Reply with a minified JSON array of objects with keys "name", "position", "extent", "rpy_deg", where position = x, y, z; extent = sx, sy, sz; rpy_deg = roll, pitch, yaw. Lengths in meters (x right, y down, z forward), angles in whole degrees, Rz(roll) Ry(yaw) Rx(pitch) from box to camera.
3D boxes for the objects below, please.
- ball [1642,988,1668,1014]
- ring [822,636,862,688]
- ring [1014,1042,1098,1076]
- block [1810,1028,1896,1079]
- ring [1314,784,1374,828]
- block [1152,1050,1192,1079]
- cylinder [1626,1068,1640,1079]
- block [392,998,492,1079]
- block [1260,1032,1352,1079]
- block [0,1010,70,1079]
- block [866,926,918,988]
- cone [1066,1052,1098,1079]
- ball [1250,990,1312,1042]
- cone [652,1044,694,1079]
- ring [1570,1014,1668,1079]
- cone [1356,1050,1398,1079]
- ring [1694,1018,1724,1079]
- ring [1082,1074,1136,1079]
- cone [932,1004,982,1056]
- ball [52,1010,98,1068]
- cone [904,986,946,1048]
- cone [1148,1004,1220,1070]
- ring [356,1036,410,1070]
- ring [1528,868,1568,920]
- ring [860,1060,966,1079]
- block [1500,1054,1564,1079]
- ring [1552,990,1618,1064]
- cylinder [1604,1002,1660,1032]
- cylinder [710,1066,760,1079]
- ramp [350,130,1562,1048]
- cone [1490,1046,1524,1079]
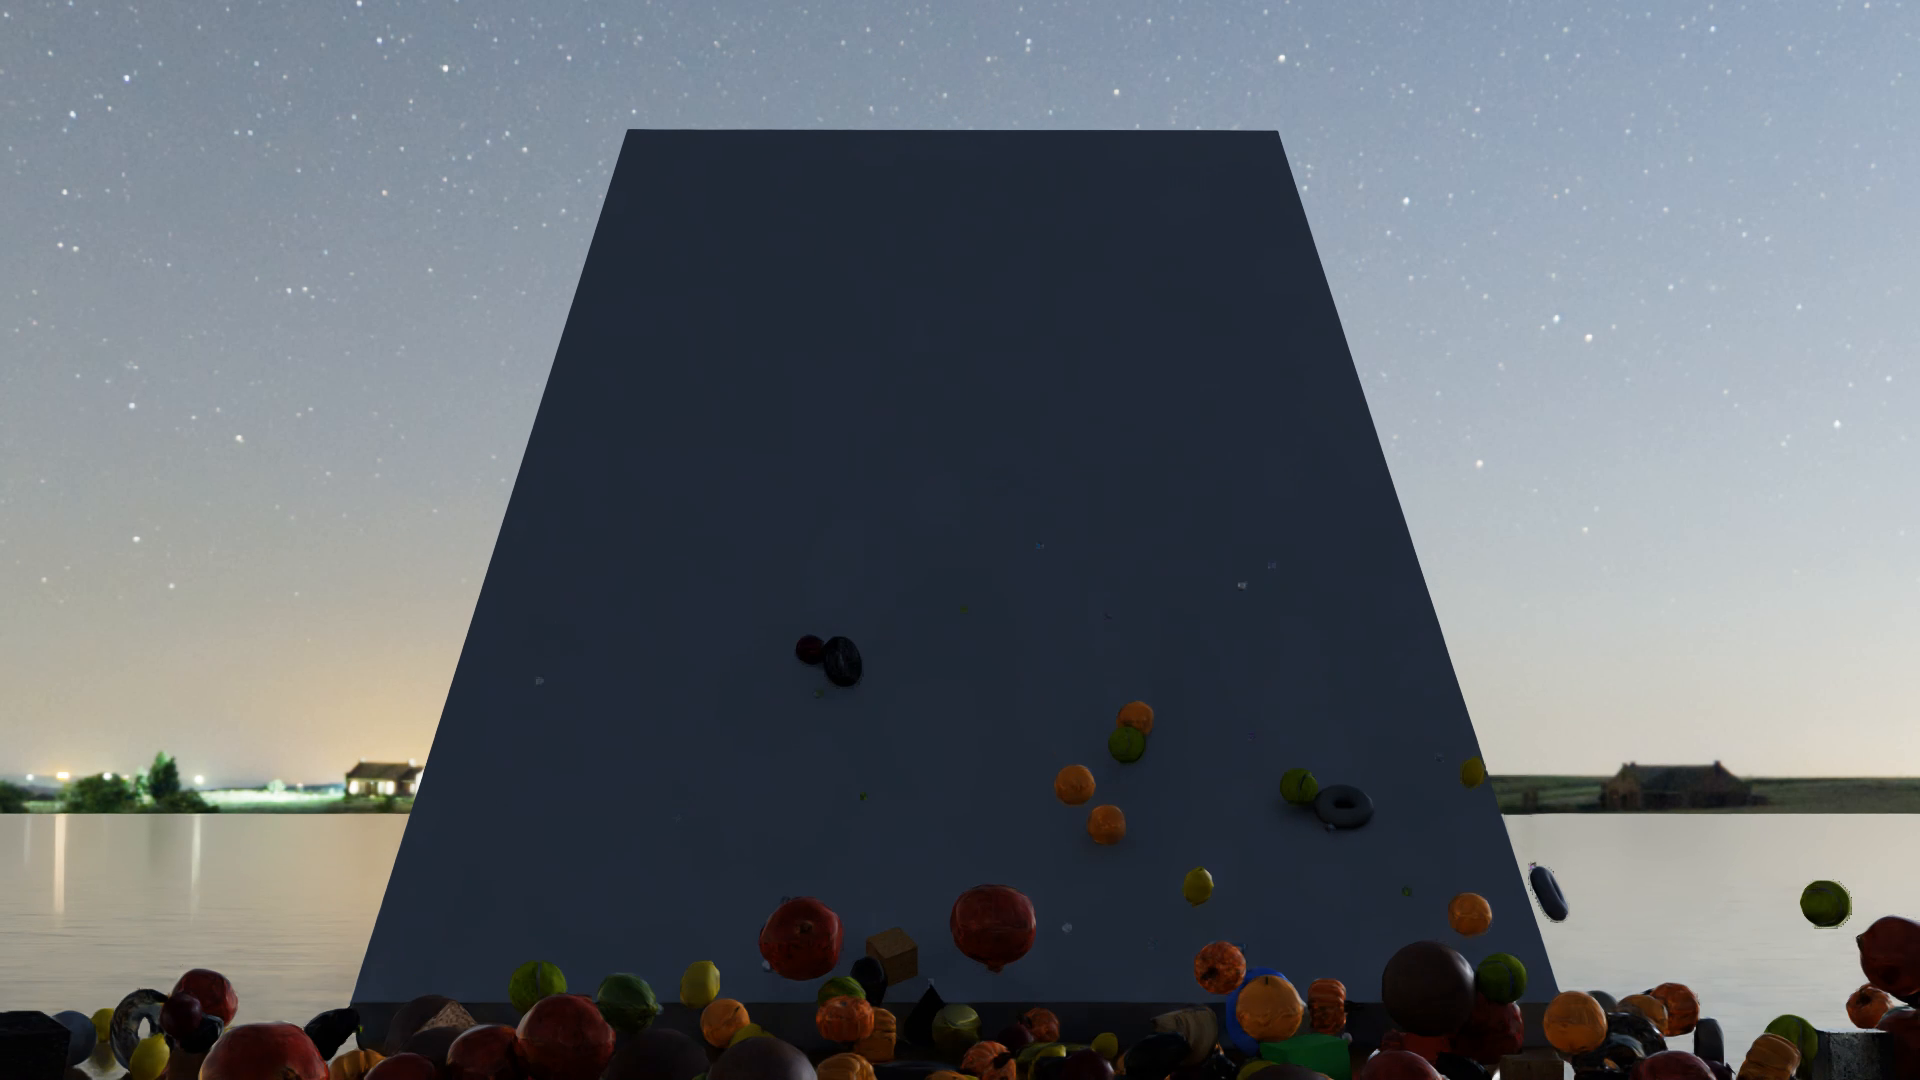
[{"name":"ball","position":[1.350,0.896,4.707],"extent":[0.050,0.050,0.050],"rpy_deg":[0,-6,0]},{"name":"ring","position":[-0.232,0.240,4.767],"extent":[0.034,0.102,0.102],"rpy_deg":[-18,-15,33]},{"name":"ring","position":[0.145,0.785,3.665],"extent":[0.128,0.043,0.128],"rpy_deg":[1,-7,0]},{"name":"block","position":[1.254,0.734,3.404],"extent":[0.087,0.087,0.087],"rpy_deg":[0,-6,1]},{"name":"ring","position":[0.702,0.488,4.431],"extent":[0.109,0.036,0.109],"rpy_deg":[0,32,0]},{"name":"block","position":[0.301,0.755,3.446],"extent":[0.054,0.054,0.054],"rpy_deg":[0,-6,2]},{"name":"cylinder","position":[0.957,0.764,3.537],"extent":[0.054,0.054,0.054],"rpy_deg":[1,-4,-5]},{"name":"block","position":[-0.693,0.679,3.240],"extent":[0.076,0.076,0.076],"rpy_deg":[-41,0,35]},{"name":"block","position":[0.458,0.705,3.195],"extent":[0.087,0.087,0.087],"rpy_deg":[-6,-3,-18]},{"name":"block","position":[-1.297,0.710,3.327],"extent":[0.097,0.097,0.097],"rpy_deg":[14,5,42]},{"name":"block","position":[-0.113,0.696,4.045],"extent":[0.062,0.062,0.062],"rpy_deg":[-17,35,-27]},{"name":"cone","position":[0.179,0.737,3.210],"extent":[0.085,0.085,0.085],"rpy_deg":[26,-5,4]},{"name":"ball","position":[0.434,0.649,3.275],"extent":[0.081,0.081,0.081],"rpy_deg":[0,-6,0]},{"name":"cone","position":[-0.396,0.737,3.399],"extent":[0.055,0.055,0.055],"rpy_deg":[0,-6,20]},{"name":"ring","position":[0.847,0.664,3.109],"extent":[0.122,0.122,0.041],"rpy_deg":[-1,18,9]},{"name":"cone","position":[0.557,0.722,3.107],"extent":[0.100,0.100,0.100],"rpy_deg":[26,4,22]},{"name":"ring","position":[1.071,0.734,3.462],"extent":[0.034,0.101,0.101],"rpy_deg":[1,-6,9]},{"name":"ring","position":[0.181,0.715,3.090],"extent":[0.122,0.041,0.122],"rpy_deg":[-6,4,1]},{"name":"cone","position":[-0.007,0.760,3.765],"extent":[0.080,0.080,0.080],"rpy_deg":[0,-13,3]},{"name":"ball","position":[-1.382,0.773,3.752],"extent":[0.085,0.085,0.085],"rpy_deg":[0,-6,0]},{"name":"cone","position":[-0.046,0.755,3.917],"extent":[0.093,0.093,0.093],"rpy_deg":[0,31,0]},{"name":"cone","position":[0.281,0.650,3.224],"extent":[0.090,0.090,0.090],"rpy_deg":[28,-21,-33]},{"name":"ring","position":[-0.868,0.794,3.748],"extent":[0.130,0.043,0.130],"rpy_deg":[-1,-7,0]},{"name":"ring","position":[1.048,0.630,4.312],"extent":[0.034,0.103,0.103],"rpy_deg":[-32,-14,11]},{"name":"ring","position":[-0.065,0.745,3.327],"extent":[0.148,0.049,0.148],"rpy_deg":[-1,-7,0]},{"name":"block","position":[0.763,0.724,3.228],"extent":[0.068,0.068,0.068],"rpy_deg":[0,-6,-1]},{"name":"ring","position":[0.922,0.717,3.562],"extent":[0.040,0.120,0.120],"rpy_deg":[37,-18,-15]},{"name":"cylinder","position":[0.893,0.682,3.281],"extent":[0.082,0.082,0.082],"rpy_deg":[6,-45,-42]},{"name":"cylinder","position":[-0.293,0.712,3.142],"extent":[0.057,0.057,0.057],"rpy_deg":[3,-6,4]},{"name":"ramp","position":[-0.013,-0.206,5.745],"extent":[2.000,0.100,4.000],"rpy_deg":[0,30,0]},{"name":"cone","position":[0.780,0.770,3.475],"extent":[0.067,0.067,0.067],"rpy_deg":[-36,-25,29]}]
